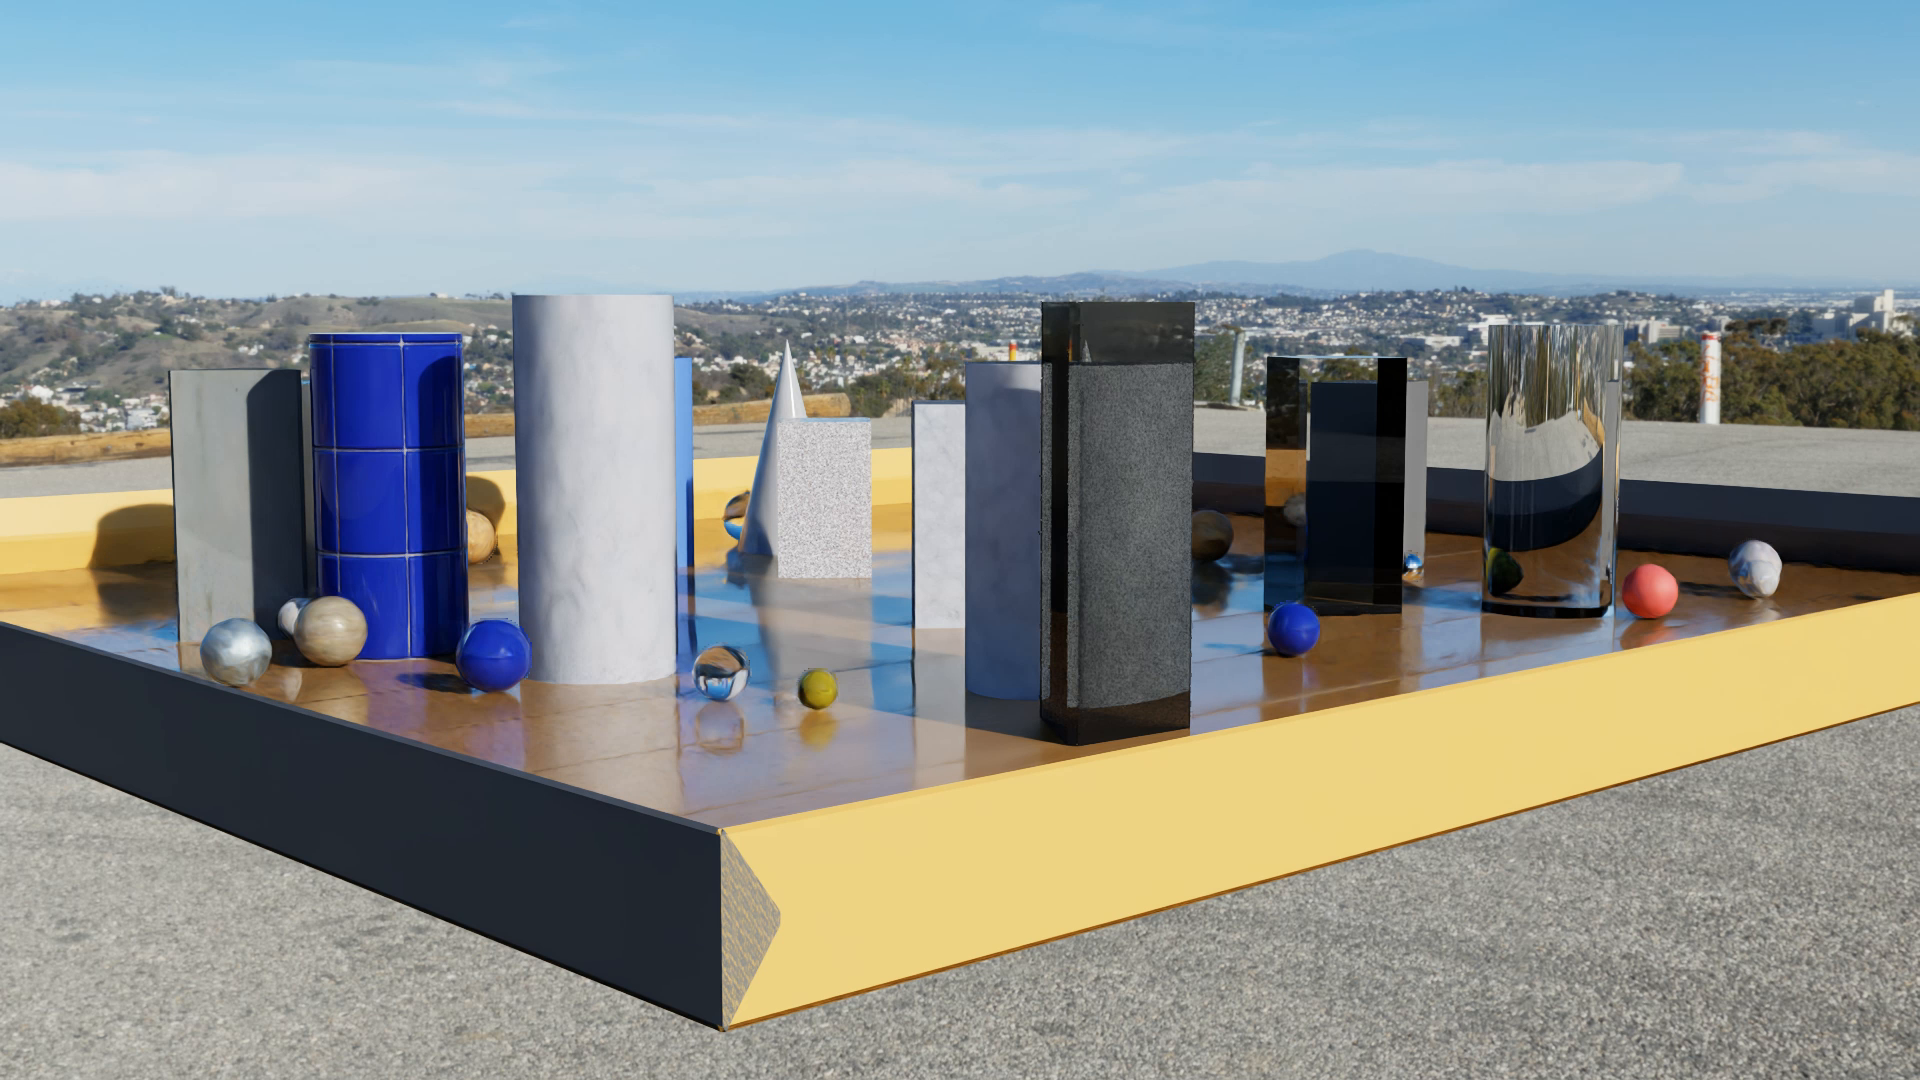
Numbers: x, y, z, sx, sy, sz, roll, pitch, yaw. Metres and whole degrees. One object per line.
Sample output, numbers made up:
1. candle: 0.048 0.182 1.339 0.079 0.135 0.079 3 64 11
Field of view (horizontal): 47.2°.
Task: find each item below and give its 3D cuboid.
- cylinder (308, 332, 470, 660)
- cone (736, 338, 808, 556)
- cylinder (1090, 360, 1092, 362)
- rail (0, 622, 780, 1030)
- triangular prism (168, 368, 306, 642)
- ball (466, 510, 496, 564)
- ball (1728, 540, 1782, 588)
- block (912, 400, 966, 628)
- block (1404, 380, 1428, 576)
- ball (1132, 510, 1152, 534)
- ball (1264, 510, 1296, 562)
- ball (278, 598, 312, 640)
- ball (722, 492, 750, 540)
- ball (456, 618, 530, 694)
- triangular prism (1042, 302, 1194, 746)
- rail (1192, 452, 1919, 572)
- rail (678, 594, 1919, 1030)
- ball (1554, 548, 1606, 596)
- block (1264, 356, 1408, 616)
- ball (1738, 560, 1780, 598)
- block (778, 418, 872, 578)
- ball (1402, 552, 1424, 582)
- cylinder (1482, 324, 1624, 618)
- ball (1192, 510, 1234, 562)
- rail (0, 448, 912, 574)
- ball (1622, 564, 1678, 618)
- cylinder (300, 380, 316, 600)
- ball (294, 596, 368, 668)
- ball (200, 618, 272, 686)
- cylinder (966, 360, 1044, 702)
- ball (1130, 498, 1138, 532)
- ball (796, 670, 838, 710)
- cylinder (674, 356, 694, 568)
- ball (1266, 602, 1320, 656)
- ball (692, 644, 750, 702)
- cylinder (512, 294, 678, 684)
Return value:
1. cylinder: -0.743 -0.062 2.867 0.193 0.413 0.193 0 6 0
2. cone: -0.318 -0.177 4.066 0.193 0.390 0.193 0 6 0
3. cylinder: 0.211 -0.166 4.186 0.193 0.344 0.193 0 6 0
4. rail: -1.054 0.134 2.364 0.045 0.126 2.729 -6 8 -42
5. triangular prism: -0.976 -0.052 3.011 0.167 0.364 0.145 -1 6 -9
6. ball: -0.859 -0.004 3.839 0.095 0.095 0.095 0 6 0
7. ball: 1.255 0.041 3.474 0.081 0.081 0.081 0 6 0
8. block: 0.010 -0.040 3.141 0.155 0.313 0.155 0 6 -3
9. block: 0.669 -0.102 3.666 0.155 0.326 0.155 6 8 42
10. ball: 0.357 -0.035 4.348 0.049 0.049 0.049 0 6 0
11. ball: 0.582 -0.007 3.868 0.094 0.094 0.094 0 6 0
12. ball: -0.868 0.104 2.893 0.058 0.058 0.058 0 6 0
13. ball: -0.405 -0.043 4.200 0.097 0.097 0.097 0 6 0
14. ball: -0.543 0.135 2.557 0.086 0.086 0.086 0 6 0
15. triangular prism: 0.135 -0.025 2.332 0.167 0.452 0.145 -5 8 -38
16. rail: 1.054 -0.069 4.300 0.045 0.126 2.729 -6 8 -42
17. rail: 0.909 0.136 2.352 2.917 0.126 0.045 -6 8 -42
18. ball: 0.961 0.050 3.412 0.076 0.076 0.076 0 6 0
19. block: 0.554 -0.084 3.263 0.155 0.374 0.155 -2 6 -14
20. ball: 1.230 0.061 3.388 0.060 0.060 0.060 0 6 0
21. block: -0.229 -0.074 3.719 0.155 0.259 0.155 0 6 -3
22. ball: 0.733 0.045 3.596 0.048 0.048 0.048 0 6 0
23. cylinder: 0.874 -0.106 3.245 0.193 0.421 0.193 0 6 0
24. ball: 0.437 -0.008 3.884 0.092 0.092 0.092 0 6 0
25. rail: -0.909 -0.070 4.312 2.917 0.126 0.045 -6 8 -42
26. ball: 0.995 0.074 3.173 0.078 0.078 0.078 0 6 0
27. cylinder: -1.014 -0.080 3.431 0.193 0.331 0.193 0 6 0
28. ball: -0.785 0.114 2.742 0.089 0.089 0.089 0 6 0
29. ball: -0.857 0.133 2.604 0.080 0.080 0.080 0 6 0
30. cylinder: 0.103 -0.016 2.580 0.193 0.382 0.193 0 6 0
31. ball: 0.306 -0.049 4.303 0.087 0.087 0.087 0 6 0
32. ball: -0.159 0.167 2.450 0.045 0.045 0.045 0 6 0
33. cylinder: -0.563 -0.137 3.838 0.193 0.360 0.193 0 6 0
34. ball: 0.429 0.115 2.830 0.069 0.069 0.069 0 6 0
35. ball: -0.273 0.151 2.507 0.064 0.064 0.064 0 6 0
36. cylinder: -0.444 -0.067 2.687 0.193 0.461 0.193 0 6 0
